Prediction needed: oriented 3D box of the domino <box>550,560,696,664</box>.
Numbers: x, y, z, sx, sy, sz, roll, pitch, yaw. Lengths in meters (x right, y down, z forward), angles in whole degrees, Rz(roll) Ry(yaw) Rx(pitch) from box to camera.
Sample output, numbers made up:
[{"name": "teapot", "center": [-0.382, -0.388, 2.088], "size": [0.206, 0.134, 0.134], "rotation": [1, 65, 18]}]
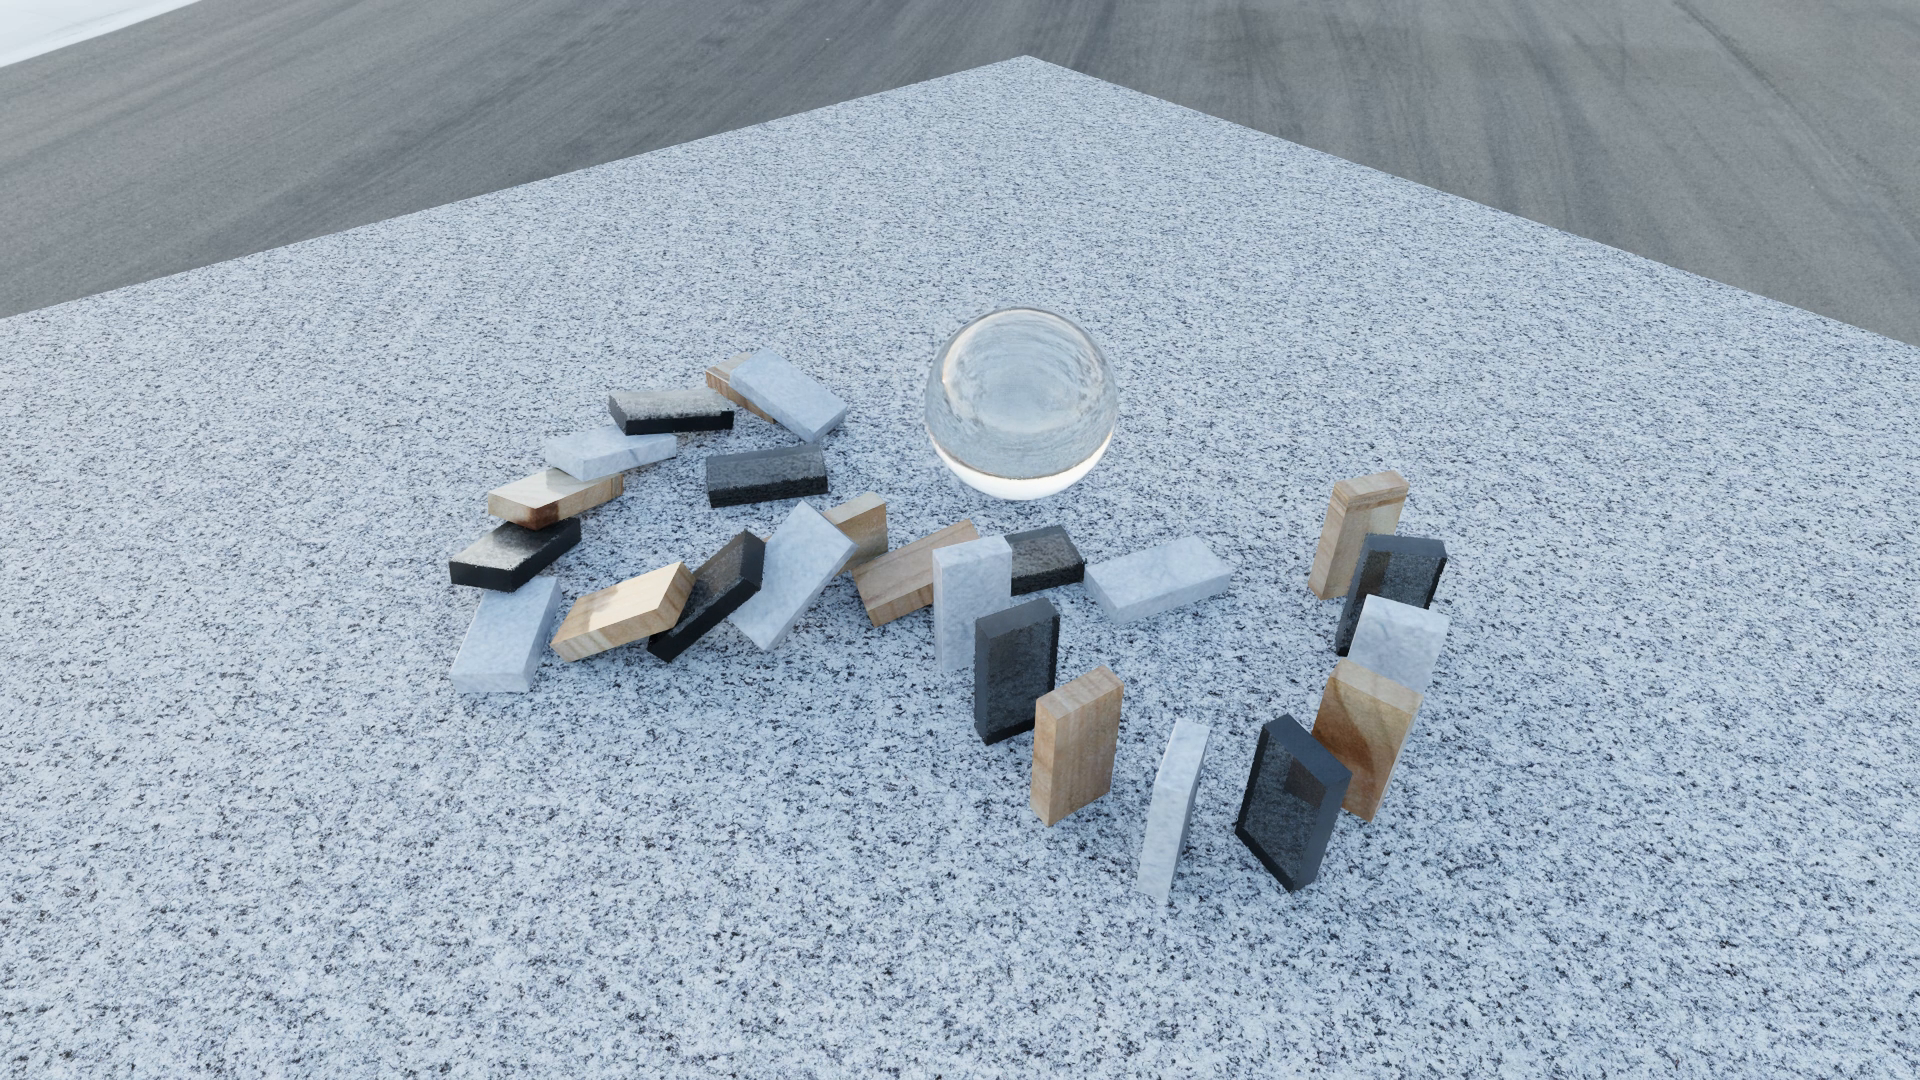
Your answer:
[{"name": "domino", "center": [-0.121, 0.026, 0.394], "size": [0.050, 0.009, 0.025], "rotation": [-18, 34, 23]}]

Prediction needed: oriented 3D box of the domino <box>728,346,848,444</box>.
[{"name": "domino", "center": [-0.080, -0.067, 0.512], "size": [0.050, 0.010, 0.025], "rotation": [36, 52, 10]}]

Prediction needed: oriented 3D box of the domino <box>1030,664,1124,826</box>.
[{"name": "domino", "center": [0.035, 0.063, 0.334], "size": [0.025, 0.050, 0.010], "rotation": [-23, 45, -25]}]

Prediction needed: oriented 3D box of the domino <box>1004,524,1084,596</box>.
[{"name": "domino", "center": [0.021, 0.010, 0.432], "size": [0.050, 0.010, 0.025], "rotation": [-12, 41, -14]}]

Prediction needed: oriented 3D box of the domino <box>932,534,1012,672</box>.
[{"name": "domino", "center": [0.004, 0.023, 0.384], "size": [0.025, 0.050, 0.009], "rotation": [-13, 41, -15]}]

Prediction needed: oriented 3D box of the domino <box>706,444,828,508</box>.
[{"name": "domino", "center": [-0.084, -0.028, 0.478], "size": [0.050, 0.009, 0.025], "rotation": [-8, 40, -10]}]

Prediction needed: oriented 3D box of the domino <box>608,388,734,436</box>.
[{"name": "domino", "center": [-0.132, -0.059, 0.504], "size": [0.050, 0.010, 0.025], "rotation": [-8, 34, -33]}]

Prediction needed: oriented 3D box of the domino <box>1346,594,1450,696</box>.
[{"name": "domino", "center": [0.139, 0.042, 0.360], "size": [0.025, 0.050, 0.009], "rotation": [16, 42, 19]}]

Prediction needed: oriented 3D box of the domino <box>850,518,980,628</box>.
[{"name": "domino", "center": [-0.014, 0.012, 0.418], "size": [0.050, 0.009, 0.025], "rotation": [-24, 42, -4]}]

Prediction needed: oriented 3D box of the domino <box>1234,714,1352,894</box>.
[{"name": "domino", "center": [0.095, 0.077, 0.318], "size": [0.009, 0.050, 0.025], "rotation": [-20, 43, -23]}]

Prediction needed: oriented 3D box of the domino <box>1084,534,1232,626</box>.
[{"name": "domino", "center": [0.076, 0.015, 0.425], "size": [0.050, 0.010, 0.025], "rotation": [-16, 42, -18]}]

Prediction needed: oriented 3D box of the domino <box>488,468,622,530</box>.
[{"name": "domino", "center": [-0.167, -0.019, 0.456], "size": [0.025, 0.009, 0.050], "rotation": [17, 26, 20]}]

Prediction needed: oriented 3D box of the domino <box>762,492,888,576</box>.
[{"name": "domino", "center": [-0.052, 0.002, 0.428], "size": [0.050, 0.025, 0.009], "rotation": [-26, 46, -28]}]

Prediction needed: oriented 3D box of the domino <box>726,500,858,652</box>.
[{"name": "domino", "center": [-0.063, 0.013, 0.399], "size": [0.025, 0.010, 0.050], "rotation": [40, 91, 12]}]

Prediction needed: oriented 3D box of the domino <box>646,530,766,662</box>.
[{"name": "domino", "center": [-0.091, 0.020, 0.394], "size": [0.050, 0.010, 0.025], "rotation": [-37, 33, 23]}]

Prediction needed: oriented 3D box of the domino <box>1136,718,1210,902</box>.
[{"name": "domino", "center": [0.061, 0.078, 0.316], "size": [0.009, 0.050, 0.025], "rotation": [15, 42, 18]}]

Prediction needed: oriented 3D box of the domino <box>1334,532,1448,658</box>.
[{"name": "domino", "center": [0.150, 0.021, 0.386], "size": [0.025, 0.050, 0.009], "rotation": [6, 40, 7]}]

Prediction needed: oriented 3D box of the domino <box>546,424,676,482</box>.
[{"name": "domino", "center": [-0.152, -0.040, 0.481], "size": [0.025, 0.010, 0.050], "rotation": [25, 29, 28]}]

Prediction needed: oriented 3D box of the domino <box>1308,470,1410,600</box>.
[{"name": "domino", "center": [0.149, -0.001, 0.413], "size": [0.025, 0.050, 0.009], "rotation": [-11, 41, -14]}]

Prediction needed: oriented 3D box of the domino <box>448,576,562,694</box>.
[{"name": "domino", "center": [-0.165, 0.034, 0.402], "size": [0.025, 0.010, 0.050], "rotation": [-1, 39, -2]}]

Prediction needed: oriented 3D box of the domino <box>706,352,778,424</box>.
[{"name": "domino", "center": [-0.098, -0.074, 0.534], "size": [0.050, 0.010, 0.025], "rotation": [30, 48, 31]}]

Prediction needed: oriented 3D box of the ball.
[{"name": "ball", "center": [0.025, -0.056, 0.456], "size": [0.080, 0.080, 0.080], "rotation": [0, 39, 0]}]

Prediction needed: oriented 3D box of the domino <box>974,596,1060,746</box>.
[{"name": "domino", "center": [0.018, 0.043, 0.358], "size": [0.025, 0.050, 0.010], "rotation": [-17, 42, -19]}]

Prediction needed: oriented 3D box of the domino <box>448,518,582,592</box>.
[{"name": "domino", "center": [-0.172, 0.004, 0.429], "size": [0.025, 0.010, 0.050], "rotation": [8, 25, 9]}]

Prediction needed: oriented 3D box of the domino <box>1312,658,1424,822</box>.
[{"name": "domino", "center": [0.121, 0.062, 0.336], "size": [0.025, 0.050, 0.009], "rotation": [27, 46, 29]}]
